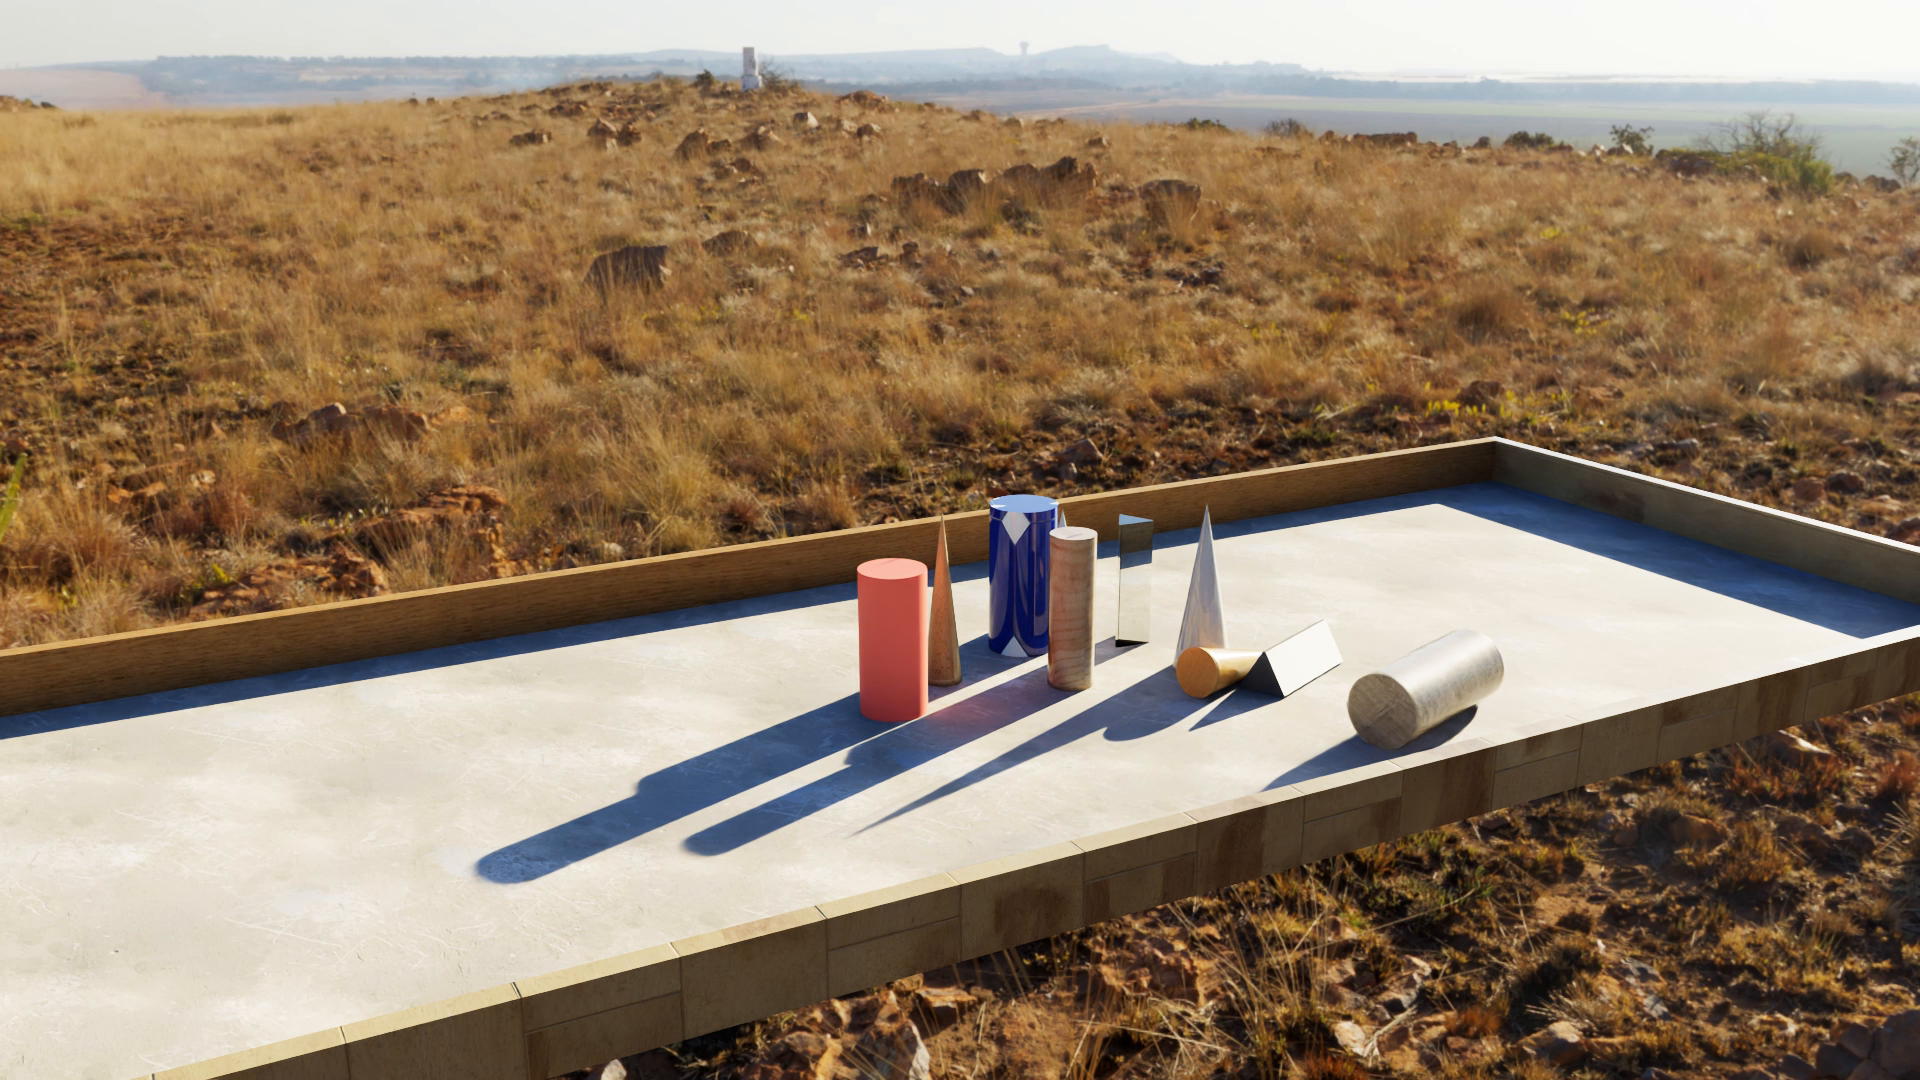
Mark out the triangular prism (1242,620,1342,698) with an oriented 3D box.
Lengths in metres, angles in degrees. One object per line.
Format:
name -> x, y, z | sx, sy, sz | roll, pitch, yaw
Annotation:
triangular prism -> 0.844, 0.290, 4.172 | 0.122, 0.105, 0.314 | 13, 21, 37

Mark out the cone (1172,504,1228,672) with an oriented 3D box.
cone -> 0.618, 0.117, 4.171 | 0.152, 0.440, 0.152 | -1, 17, 0

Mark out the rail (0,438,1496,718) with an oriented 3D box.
rail -> -3.305, 0.497, 3.399 | 12.000, 0.150, 0.050 | -9, 18, -27

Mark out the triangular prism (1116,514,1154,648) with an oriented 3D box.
triangular prism -> 0.444, 0.106, 4.394 | 0.101, 0.339, 0.088 | -7, 18, -23

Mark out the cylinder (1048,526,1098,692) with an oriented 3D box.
cylinder -> 0.277, 0.171, 4.079 | 0.116, 0.391, 0.116 | 0, 16, 0

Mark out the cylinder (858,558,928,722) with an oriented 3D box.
cylinder -> -0.159, 0.237, 3.920 | 0.164, 0.355, 0.164 | 0, 16, 0

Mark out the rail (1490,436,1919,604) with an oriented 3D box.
rail -> 2.466, -0.048, 5.253 | 0.050, 0.150, 2.100 | -9, 18, -27

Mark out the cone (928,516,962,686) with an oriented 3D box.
cone -> -0.044, 0.138, 4.094 | 0.101, 0.447, 0.101 | 0, 16, 0

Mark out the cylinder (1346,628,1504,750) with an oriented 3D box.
cylinder -> 1.096, 0.345, 3.869 | 0.177, 0.177, 0.420 | 15, 22, 41

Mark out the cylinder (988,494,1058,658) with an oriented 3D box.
cylinder -> 0.166, 0.093, 4.343 | 0.179, 0.392, 0.179 | 0, 16, 0

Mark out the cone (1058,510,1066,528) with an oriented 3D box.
cone -> 0.284, 0.062, 4.606 | 0.140, 0.304, 0.140 | 0, 16, 0

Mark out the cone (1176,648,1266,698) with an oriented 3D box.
cone -> 0.737, 0.310, 4.188 | 0.448, 0.125, 0.125 | -5, 15, -45

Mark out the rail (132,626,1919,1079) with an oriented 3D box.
rail -> -2.336, 1.006, 1.665 | 12.000, 0.150, 0.050 | -9, 18, -27
